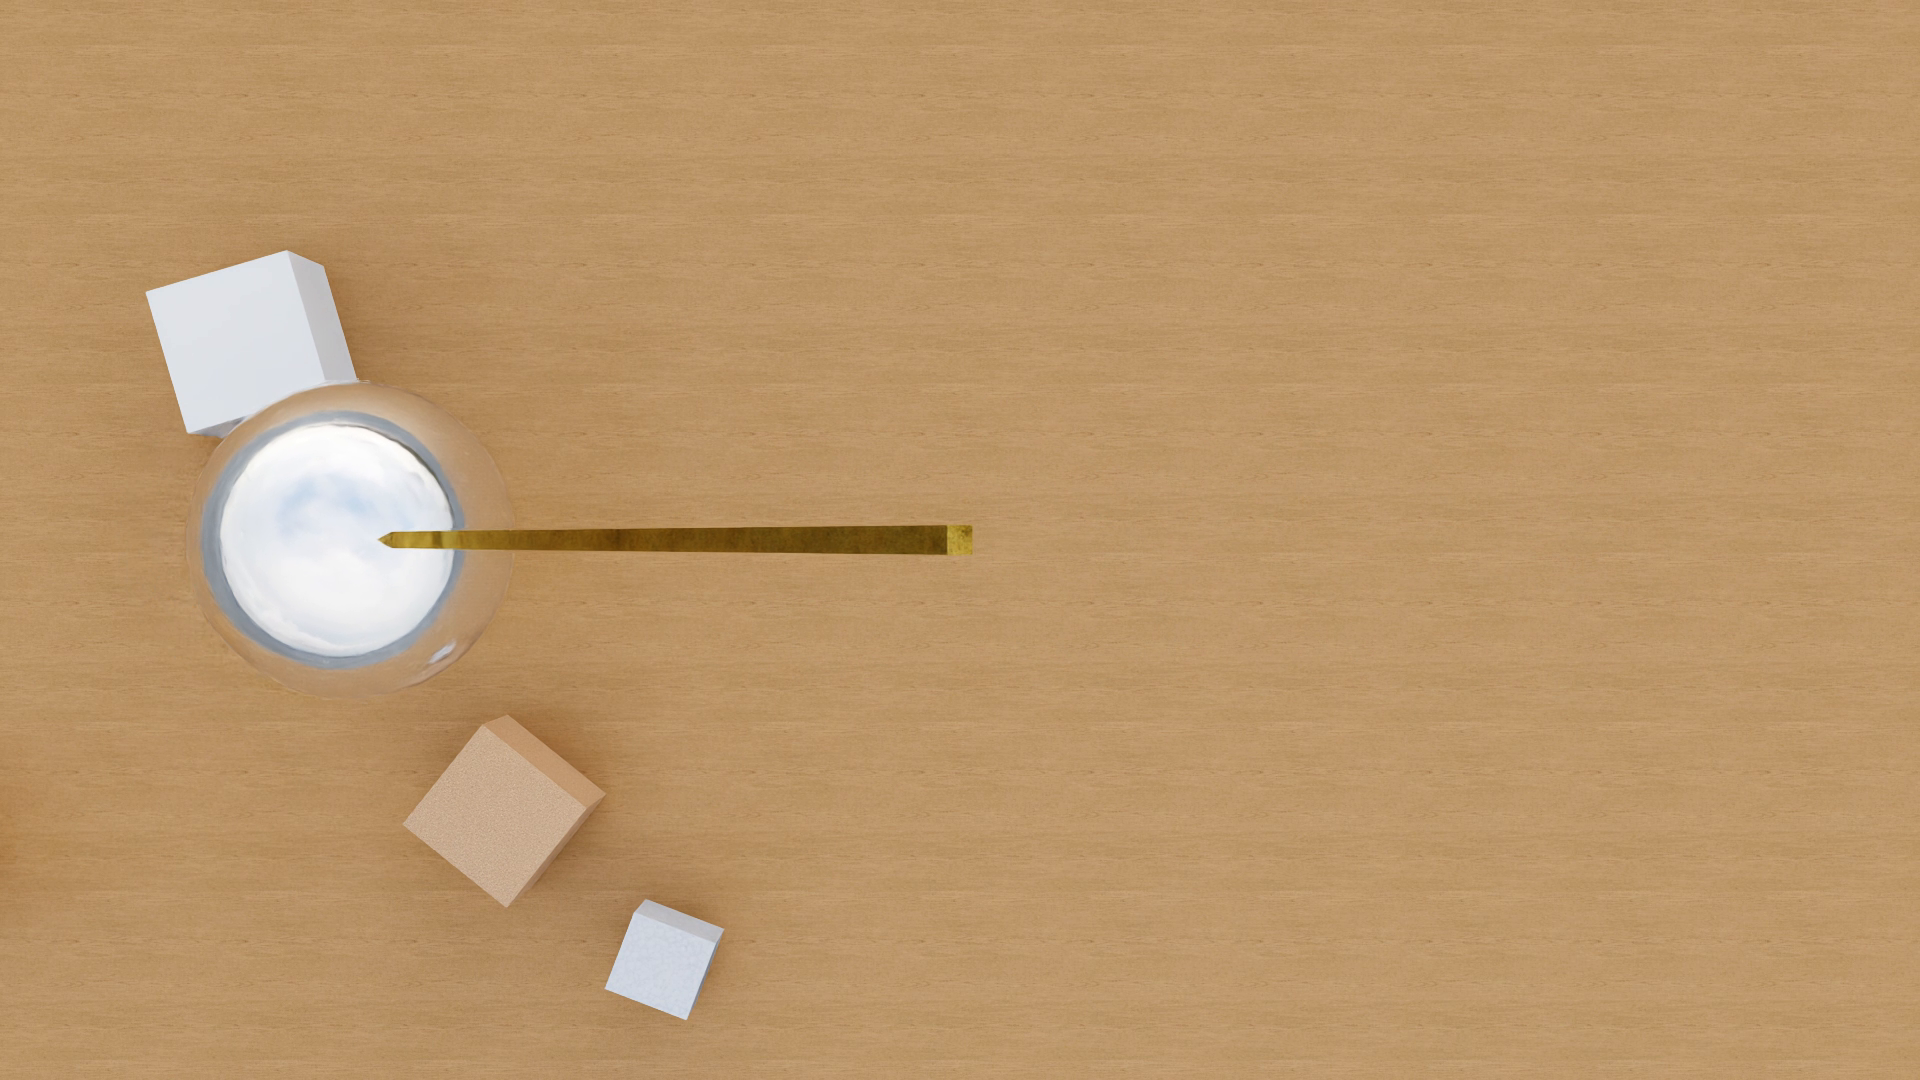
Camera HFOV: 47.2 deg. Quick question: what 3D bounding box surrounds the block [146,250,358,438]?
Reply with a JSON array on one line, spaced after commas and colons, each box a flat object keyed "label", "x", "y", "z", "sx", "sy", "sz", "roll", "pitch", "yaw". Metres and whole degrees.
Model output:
[{"label": "block", "x": -4.041, "y": -1.109, "z": 12.646, "sx": 0.824, "sy": 0.708, "sz": 0.823, "roll": -16, "pitch": 90, "yaw": 0}]

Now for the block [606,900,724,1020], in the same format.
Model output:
[{"label": "block", "x": -1.708, "y": 2.429, "z": 12.768, "sx": 0.498, "sy": 0.465, "sz": 0.468, "roll": 21, "pitch": 90, "yaw": 0}]

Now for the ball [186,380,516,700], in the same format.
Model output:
[{"label": "ball", "x": -3.048, "y": 0.000, "z": 11.063, "sx": 1.600, "sy": 1.600, "sz": 1.600, "roll": 0, "pitch": 90, "yaw": 0}]

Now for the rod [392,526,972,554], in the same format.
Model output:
[{"label": "rod", "x": -1.321, "y": 0.000, "z": 8.134, "sx": 0.080, "sy": 5.200, "sz": 0.080, "roll": 0, "pitch": 90, "yaw": -31}]

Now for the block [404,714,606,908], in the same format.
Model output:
[{"label": "block", "x": -2.606, "y": 1.546, "z": 12.654, "sx": 0.749, "sy": 0.692, "sz": 0.716, "roll": 39, "pitch": 90, "yaw": 0}]
